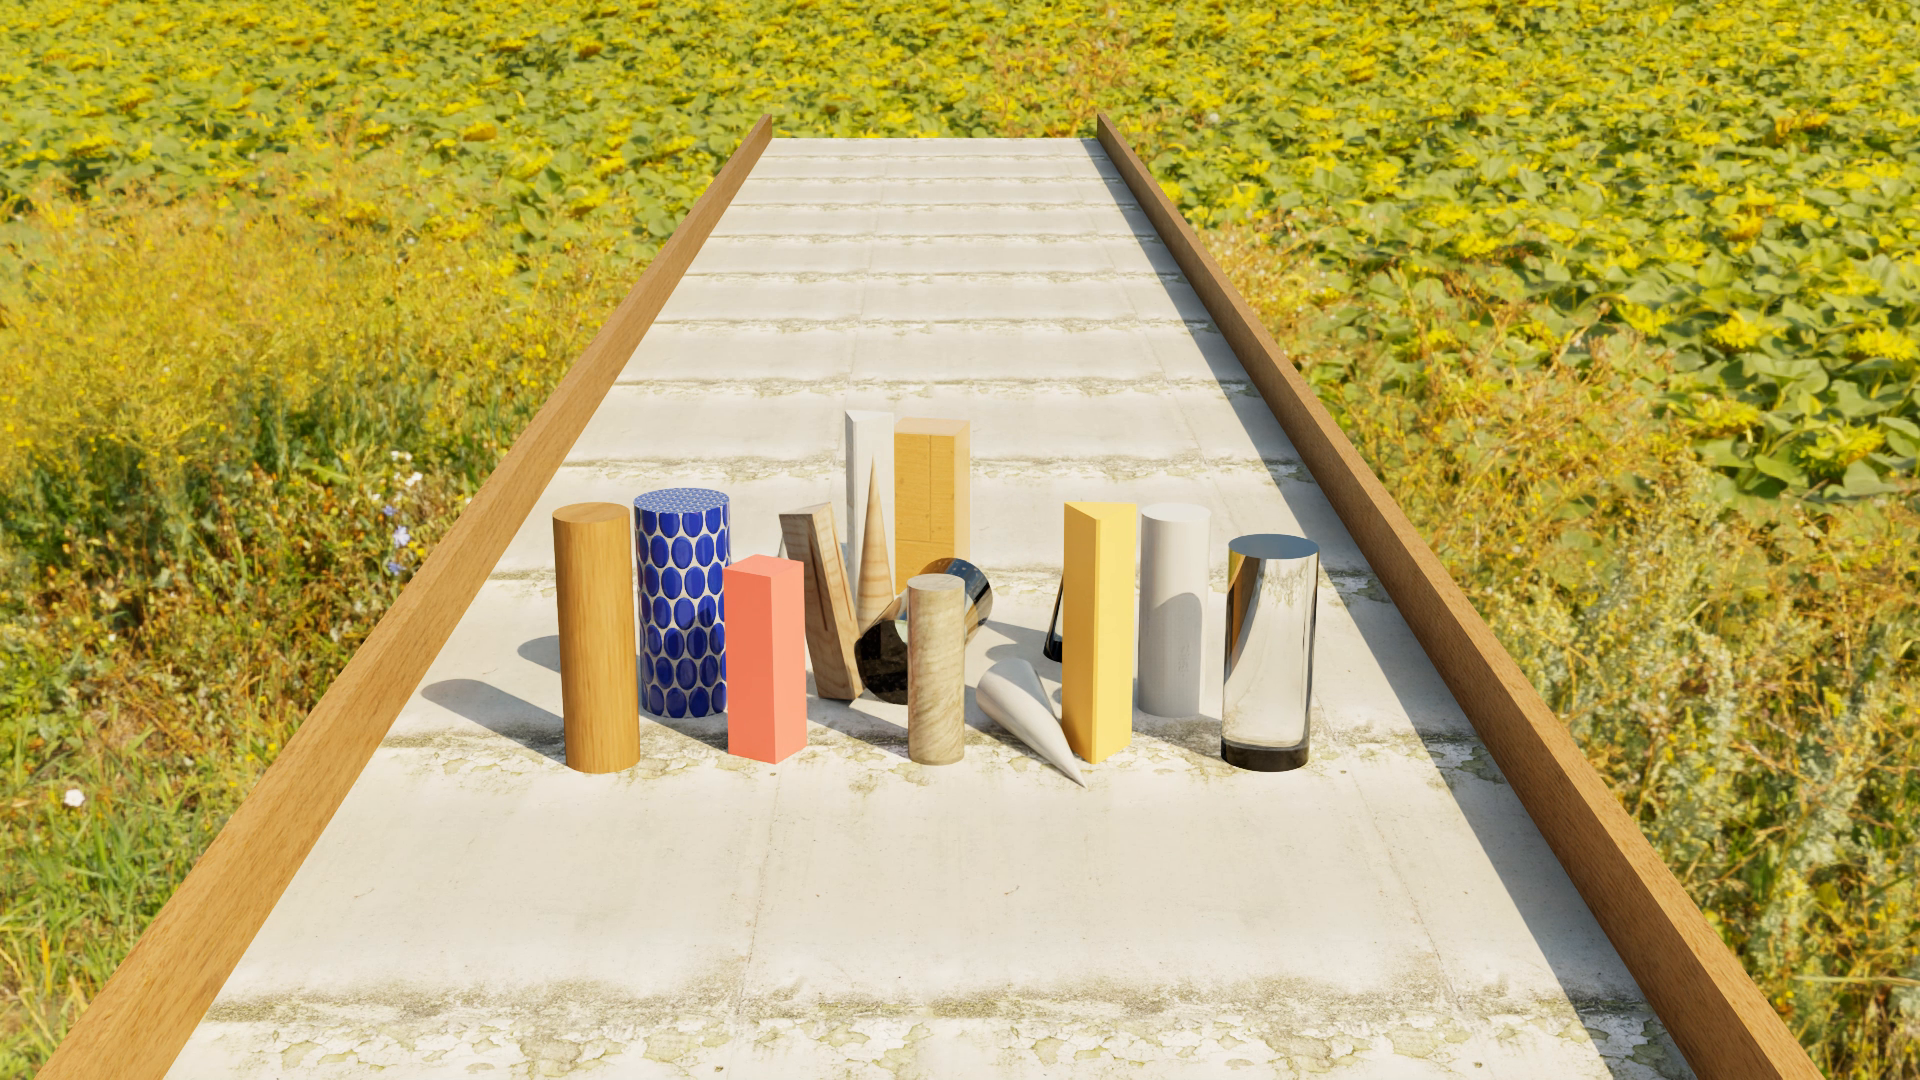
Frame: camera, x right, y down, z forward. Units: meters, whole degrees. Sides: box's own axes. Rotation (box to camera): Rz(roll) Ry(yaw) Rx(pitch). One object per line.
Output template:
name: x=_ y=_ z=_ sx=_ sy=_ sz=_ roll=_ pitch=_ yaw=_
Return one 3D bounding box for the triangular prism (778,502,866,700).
triangular prism: x=-0.240 y=0.113 z=4.174 sx=0.102 sy=0.364 sz=0.088 roll=0 pitch=16 yaw=46

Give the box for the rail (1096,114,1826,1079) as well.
rail: x=0.932 y=-0.844 z=7.801 sx=0.050 sy=0.150 sz=12.000 roll=0 pitch=17 yaw=-1

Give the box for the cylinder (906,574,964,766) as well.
cylinder: x=-0.042 y=0.229 z=3.887 sx=0.101 sy=0.324 sz=0.101 roll=0 pitch=17 yaw=0

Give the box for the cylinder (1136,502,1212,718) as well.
cylinder: x=0.399 y=0.131 z=4.117 sx=0.129 sy=0.382 sz=0.129 roll=0 pitch=17 yaw=0

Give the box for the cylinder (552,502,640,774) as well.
cylinder: x=-0.635 y=0.171 z=3.848 sx=0.132 sy=0.457 sz=0.132 roll=0 pitch=17 yaw=0

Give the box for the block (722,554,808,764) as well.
block: x=-0.345 y=0.211 z=3.906 sx=0.101 sy=0.348 sz=0.101 roll=9 pitch=19 yaw=28

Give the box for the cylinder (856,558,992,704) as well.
cylinder: x=-0.065 y=0.175 z=4.342 sx=0.170 sy=0.170 sz=0.412 roll=4 pitch=17 yaw=13

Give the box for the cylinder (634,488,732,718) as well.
cylinder: x=-0.517 y=0.117 z=4.134 sx=0.178 sy=0.398 sz=0.178 roll=0 pitch=17 yaw=0

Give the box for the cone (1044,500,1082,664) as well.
cone: x=0.241 y=0.072 z=4.413 sx=0.146 sy=0.326 sz=0.146 roll=0 pitch=17 yaw=0

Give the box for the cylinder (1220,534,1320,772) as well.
cylinder: x=0.545 y=0.198 z=3.876 sx=0.158 sy=0.390 sz=0.158 roll=0 pitch=17 yaw=0

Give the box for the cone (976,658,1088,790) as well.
cone: x=0.154 y=0.353 z=3.930 sx=0.127 sy=0.127 sz=0.362 roll=-6 pitch=28 yaw=-21

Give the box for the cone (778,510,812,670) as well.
cone: x=-0.340 y=0.088 z=4.376 sx=0.140 sy=0.316 sz=0.140 roll=0 pitch=17 yaw=0

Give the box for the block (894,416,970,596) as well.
block: x=-0.068 y=-0.071 z=4.826 sx=0.150 sy=0.366 sz=0.150 roll=4 pitch=17 yaw=13

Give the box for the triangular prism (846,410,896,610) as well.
triangular prism: x=-0.209 y=-0.056 z=4.653 sx=0.107 sy=0.434 sz=0.092 roll=-15 pitch=22 yaw=-41

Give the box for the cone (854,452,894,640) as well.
cone: x=-0.171 y=0.025 z=4.401 sx=0.104 sy=0.423 sz=0.104 roll=0 pitch=17 yaw=0

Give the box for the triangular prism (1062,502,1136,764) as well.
triangular prism: x=0.229 y=0.158 z=3.904 sx=0.108 sy=0.451 sz=0.124 roll=12 pitch=20 yaw=34

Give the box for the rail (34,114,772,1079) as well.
rail: x=-1.118 y=-0.838 z=7.780 sx=0.050 sy=0.150 sz=12.000 roll=0 pitch=17 yaw=-1
